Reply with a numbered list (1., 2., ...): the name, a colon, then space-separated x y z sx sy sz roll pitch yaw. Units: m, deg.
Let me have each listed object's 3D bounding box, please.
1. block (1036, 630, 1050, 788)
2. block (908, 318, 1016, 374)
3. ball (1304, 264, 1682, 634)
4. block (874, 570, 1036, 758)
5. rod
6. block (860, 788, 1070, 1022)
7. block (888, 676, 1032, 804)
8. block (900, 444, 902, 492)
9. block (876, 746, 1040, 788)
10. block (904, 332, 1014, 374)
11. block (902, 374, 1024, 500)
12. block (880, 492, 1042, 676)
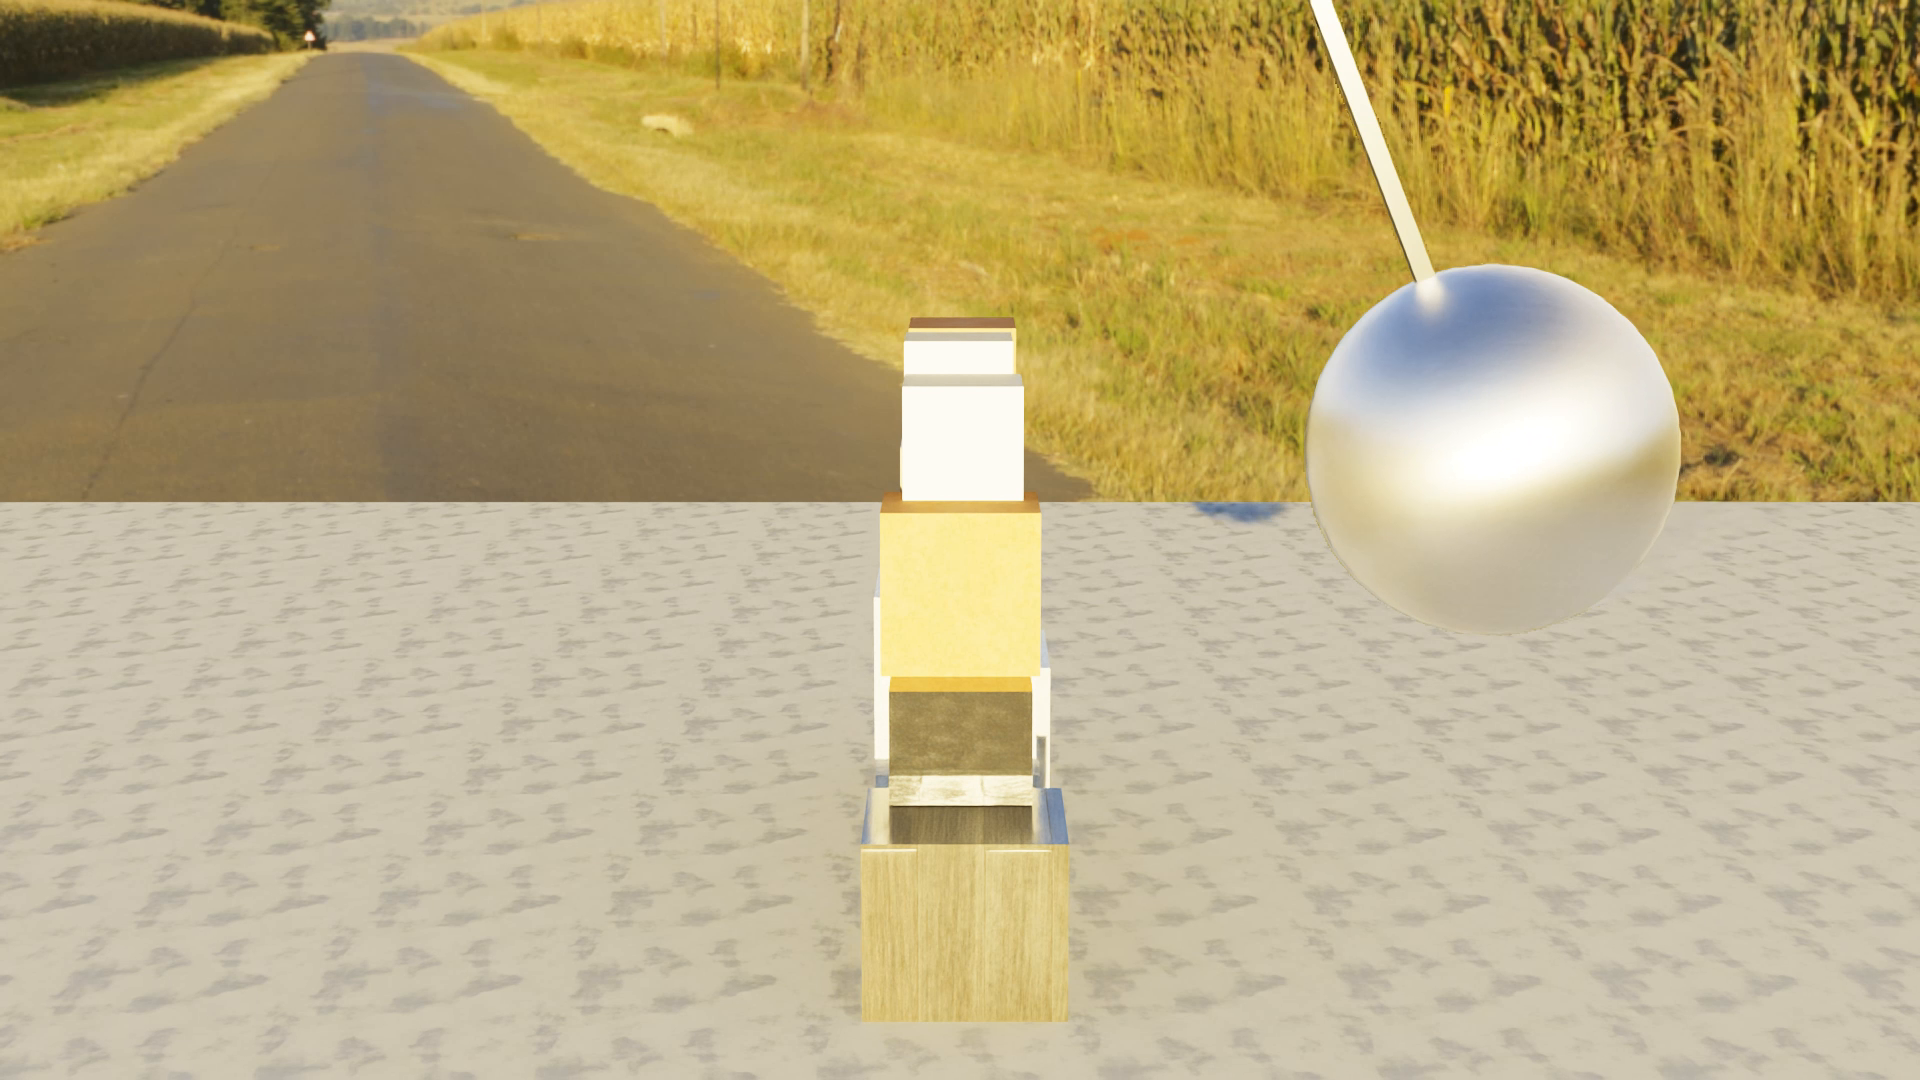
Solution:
1. block: 0.019 0.916 12.239 0.789 0.818 0.827 0 10 0
2. block: 0.010 -0.727 11.522 0.470 0.498 0.527 0 10 0
3. ball: 2.295 -0.391 11.109 1.600 1.600 1.600 0 10 0
4. block: -0.019 0.533 11.246 0.689 0.701 0.665 0 10 0
5. rod: 0.994 -3.482 10.547 0.080 5.200 0.080 -22 10 4
6. block: 0.019 1.399 9.939 0.771 0.691 0.765 0 10 0
7. block: 0.003 0.769 10.211 0.558 0.453 0.507 0 9 0
8. block: 0.003 -0.179 11.430 0.524 0.547 0.562 0 10 0
9. block: -0.009 1.232 11.076 0.689 0.613 0.592 0 10 0
10. block: -0.006 -0.636 11.063 0.460 0.483 0.409 0 10 0
11. block: 0.012 -0.432 10.635 0.489 0.464 0.502 0 10 0
12. block: 0.002 0.171 10.434 0.634 0.656 0.600 0 9 0
